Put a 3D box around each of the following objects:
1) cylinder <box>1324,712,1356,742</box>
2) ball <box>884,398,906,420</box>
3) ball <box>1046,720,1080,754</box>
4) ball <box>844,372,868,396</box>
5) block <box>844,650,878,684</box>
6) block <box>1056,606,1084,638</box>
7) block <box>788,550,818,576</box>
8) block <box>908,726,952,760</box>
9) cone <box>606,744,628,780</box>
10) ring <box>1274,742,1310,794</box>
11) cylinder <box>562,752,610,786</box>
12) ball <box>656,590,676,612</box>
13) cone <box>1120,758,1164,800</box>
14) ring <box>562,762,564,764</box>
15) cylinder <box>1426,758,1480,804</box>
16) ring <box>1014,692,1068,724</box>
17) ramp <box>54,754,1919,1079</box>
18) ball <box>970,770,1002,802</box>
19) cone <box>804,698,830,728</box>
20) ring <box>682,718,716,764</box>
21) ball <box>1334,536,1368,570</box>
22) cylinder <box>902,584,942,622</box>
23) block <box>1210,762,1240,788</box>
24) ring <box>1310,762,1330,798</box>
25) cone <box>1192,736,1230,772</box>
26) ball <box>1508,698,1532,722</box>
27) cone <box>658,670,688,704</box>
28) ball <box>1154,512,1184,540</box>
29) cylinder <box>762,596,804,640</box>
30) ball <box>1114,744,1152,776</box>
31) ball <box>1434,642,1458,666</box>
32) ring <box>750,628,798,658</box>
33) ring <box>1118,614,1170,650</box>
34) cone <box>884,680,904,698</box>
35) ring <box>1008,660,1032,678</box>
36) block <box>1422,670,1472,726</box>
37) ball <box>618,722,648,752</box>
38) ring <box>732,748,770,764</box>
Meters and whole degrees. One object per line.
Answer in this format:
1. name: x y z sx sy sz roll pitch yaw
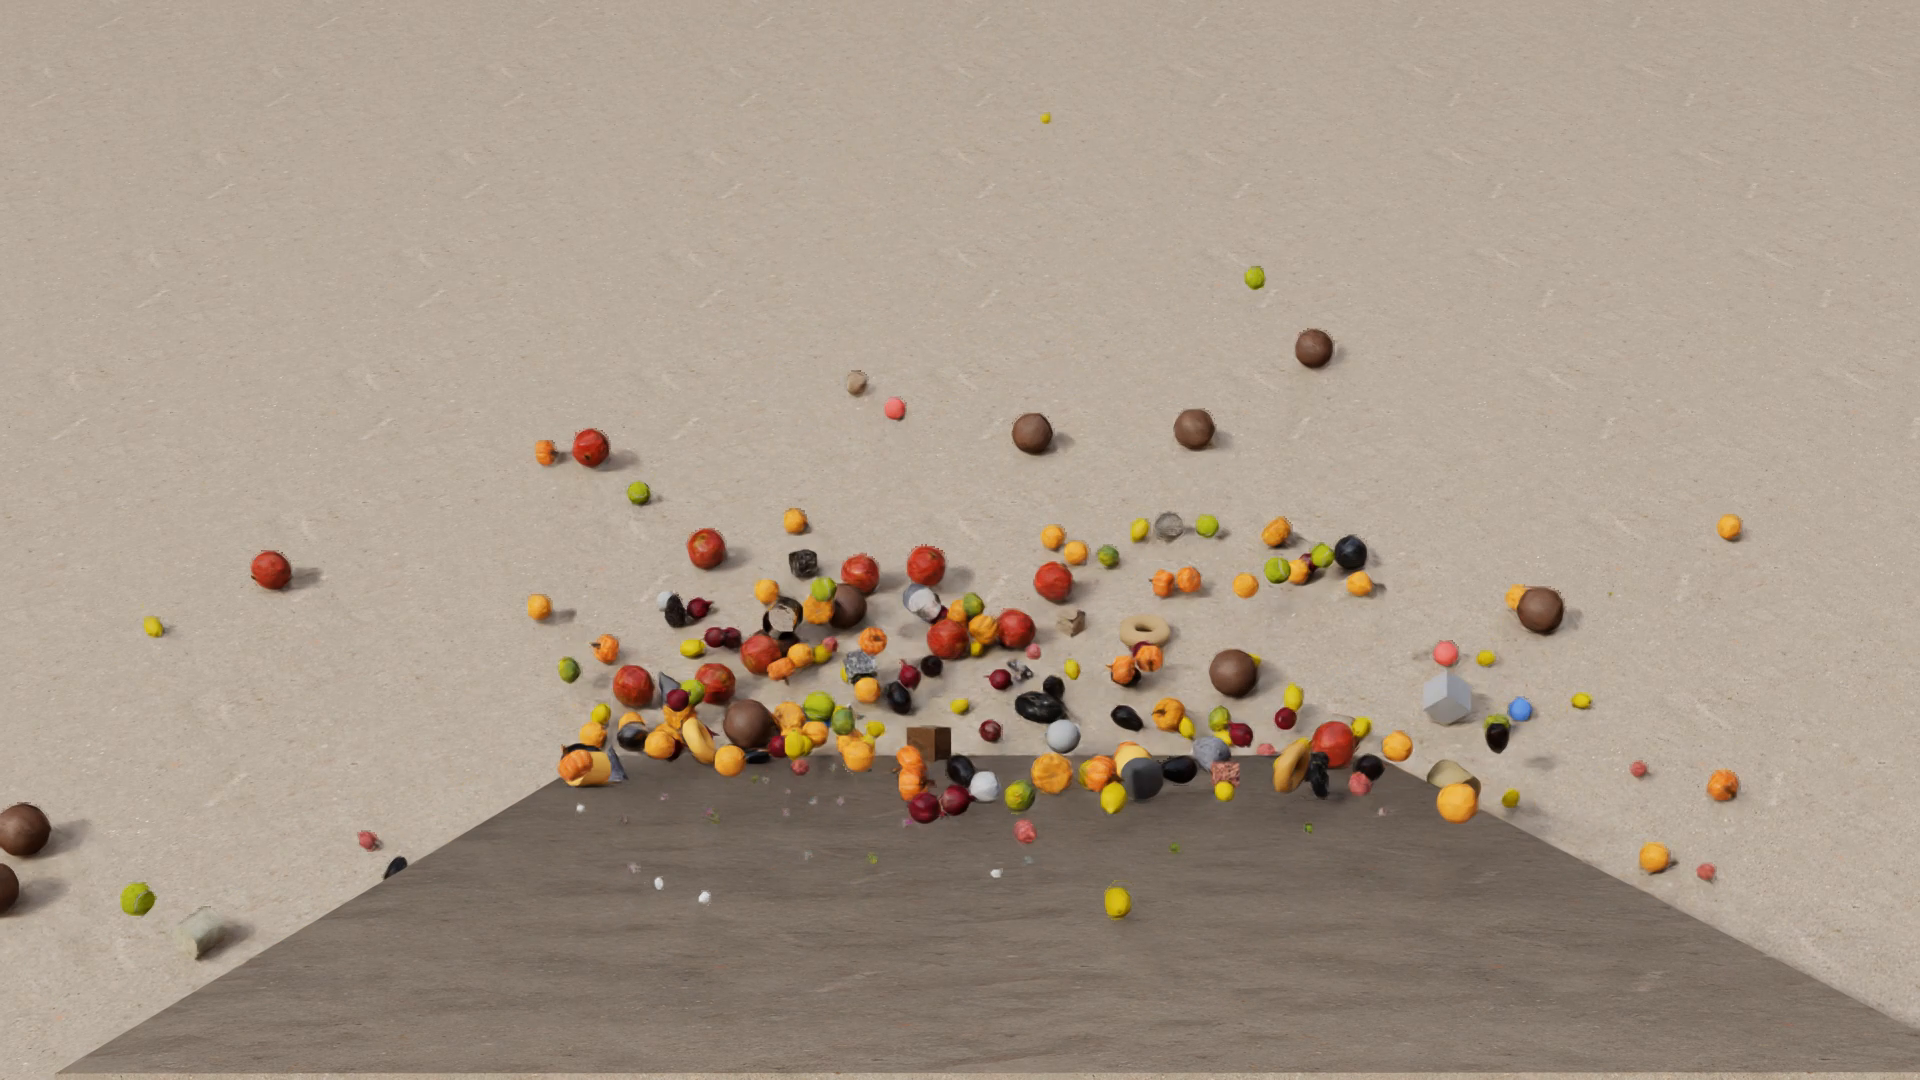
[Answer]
1. cylinder: 1.005 0.497 6.853 0.069 0.069 0.069 10 32 19
2. ball: -0.213 -0.429 8.454 0.070 0.070 0.070 0 30 0
3. ball: 0.267 0.509 6.712 0.090 0.090 0.090 0 30 0
4. ball: -0.347 -0.519 8.602 0.078 0.078 0.078 0 30 0
5. block: -0.271 0.344 7.052 0.067 0.067 0.067 -5 67 -21
6. block: 0.312 0.231 7.332 0.057 0.057 0.057 23 37 33
7. block: -0.460 0.067 7.592 0.060 0.060 0.060 -13 15 -30
8. block: -0.078 0.513 6.540 0.080 0.080 0.080 0 0 32
9. cone: -0.807 0.512 5.981 0.083 0.083 0.083 0 0 0
10. ring: 0.705 0.484 5.499 0.039 0.117 0.117 22 37 28
11. cylinder: -0.835 0.512 5.788 0.076 0.076 0.076 3 20 -47
12. ball: -0.842 0.175 7.426 0.059 0.059 0.059 0 30 0
13. cone: 0.379 0.492 5.447 0.093 0.093 0.093 -2 73 7
14. ring: -0.872 0.531 6.114 0.135 0.045 0.135 0 1 0
15. cylinder: 1.188 0.590 6.233 0.093 0.093 0.093 -17 35 -27
16. ring: 0.218 0.451 6.943 0.147 0.049 0.147 11 16 -3
17. ramp: 0.067 0.601 4.662 2.000 0.100 4.000 0 0 0
18. ball: 0.054 0.518 5.436 0.067 0.067 0.067 0 30 0
19. cone: -0.371 0.449 6.908 0.077 0.077 0.077 16 33 -11
20. ring: -0.644 0.497 6.398 0.041 0.124 0.124 -30 31 7
21. ball: 1.151 0.037 7.623 0.099 0.099 0.099 0 30 0
22. cylinder: -0.108 0.176 7.307 0.085 0.085 0.085 -10 65 22
23. block: 0.595 0.526 5.813 0.052 0.052 0.052 0 0 -8
24. ring: 0.760 0.507 5.469 0.026 0.079 0.079 -14 25 21
25. cone: 0.597 0.532 6.194 0.092 0.092 0.092 5 28 9
26. ball: 1.503 0.455 6.942 0.062 0.062 0.062 0 30 0
27. cone: -0.794 0.388 7.005 0.083 0.083 0.083 -27 14 7
28. ball: 0.628 -0.041 7.770 0.086 0.086 0.086 0 30 0
29. cylinder: -0.494 0.217 7.227 0.093 0.093 0.093 7 21 12
30. ball: 0.394 0.509 5.893 0.087 0.087 0.087 0 30 0
31. ball: 1.348 0.316 7.176 0.067 0.067 0.067 0 30 0
32. ring: -0.520 0.287 7.247 0.137 0.046 0.137 0 28 0
33. ring: 0.520 0.259 7.292 0.149 0.050 0.149 -1 30 1
34. cone: -0.174 0.401 7.039 0.051 0.051 0.051 -12 28 12
35. ring: 0.165 0.354 7.114 0.078 0.078 0.026 30 84 41
36. block: 1.299 0.421 6.909 0.090 0.090 0.090 33 43 -24
37. ball: -0.859 0.517 6.801 0.081 0.081 0.081 0 30 0
38. ring: -0.520 0.538 6.441 0.098 0.033 0.098 -1 1 0
